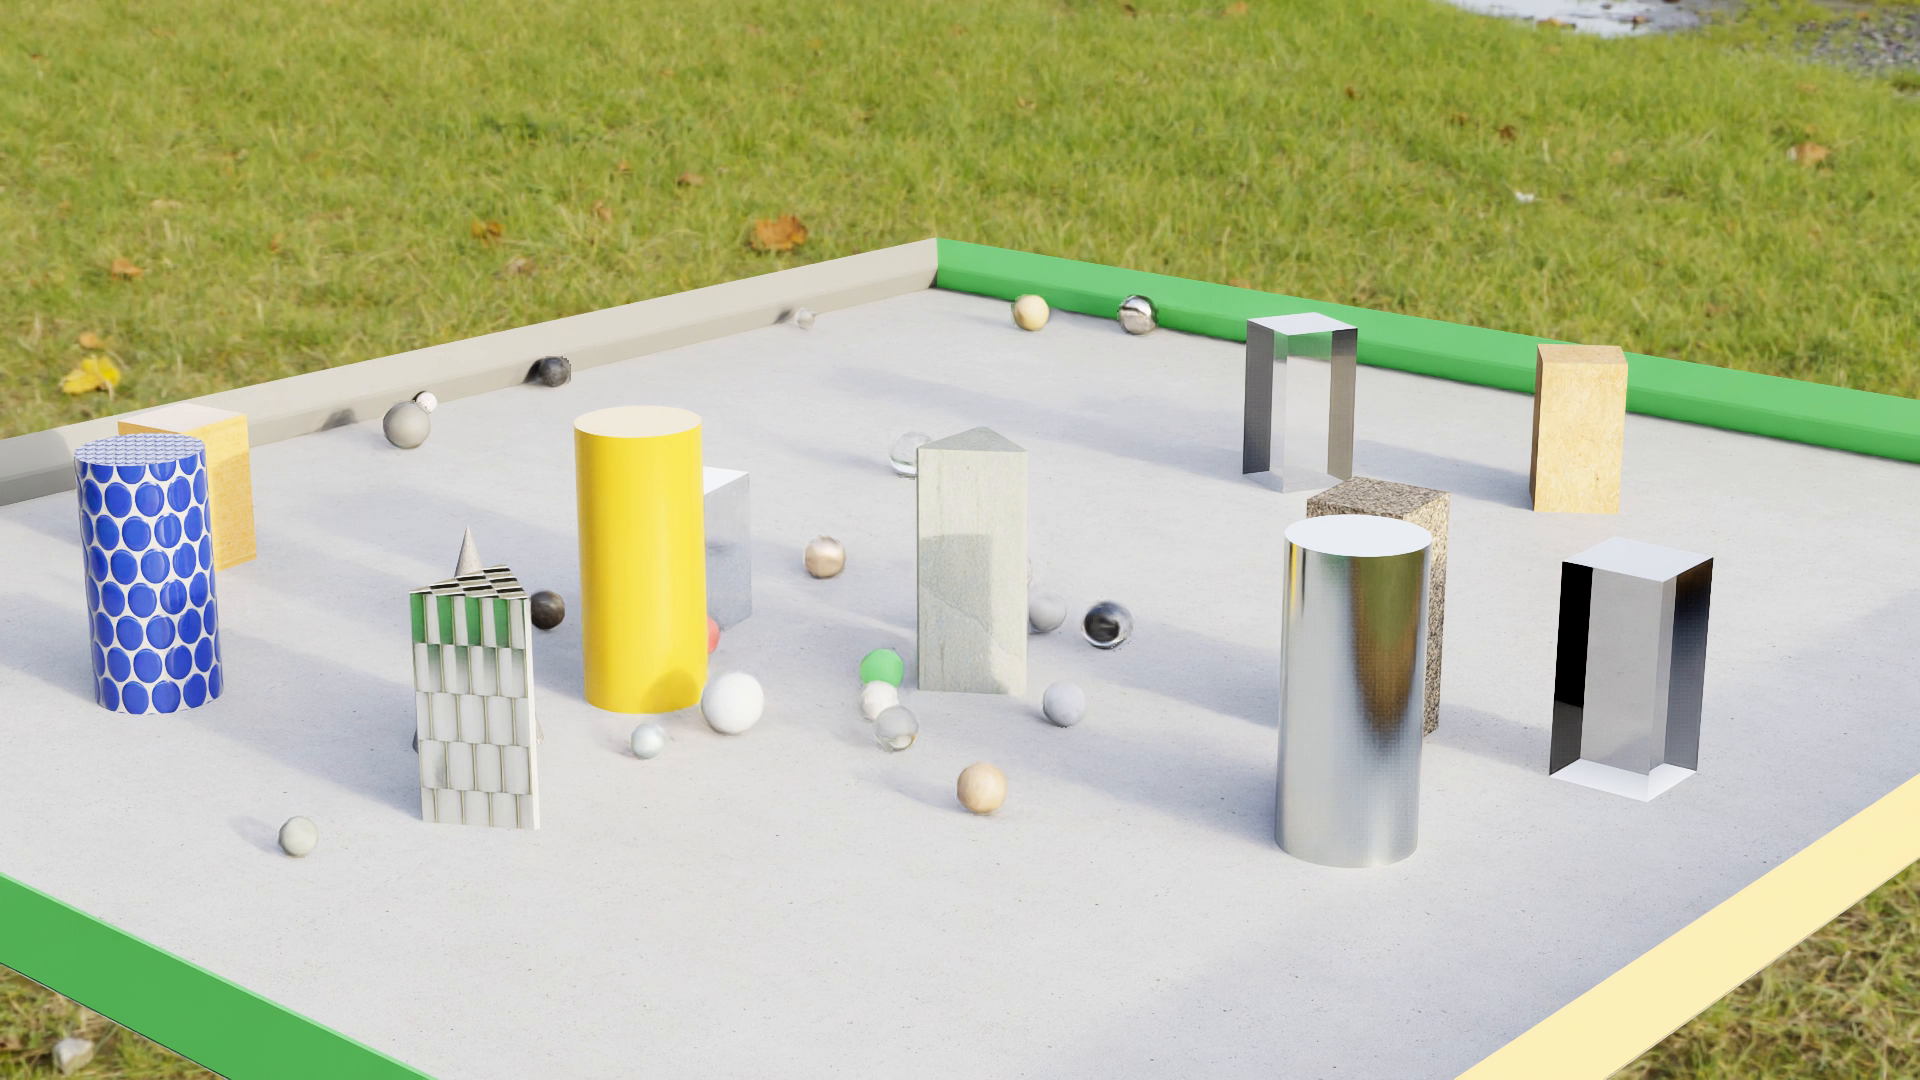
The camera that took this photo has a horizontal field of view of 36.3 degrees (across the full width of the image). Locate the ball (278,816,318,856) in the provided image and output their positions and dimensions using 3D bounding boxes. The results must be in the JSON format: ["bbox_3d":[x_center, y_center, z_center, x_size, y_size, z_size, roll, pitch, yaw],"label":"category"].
[{"bbox_3d":[-0.906,0.405,4.015,0.054,0.054,0.054,0,17,0],"label":"ball"}]

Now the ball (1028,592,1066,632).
[{"bbox_3d":[0.148,0.121,4.936,0.065,0.065,0.065,0,17,0],"label":"ball"}]

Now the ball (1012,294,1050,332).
[{"bbox_3d":[0.172,-0.553,7.132,0.089,0.089,0.089,0,17,0],"label":"ball"}]

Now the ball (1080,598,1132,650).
[{"bbox_3d":[0.242,0.139,4.842,0.085,0.085,0.085,0,17,0],"label":"ball"}]

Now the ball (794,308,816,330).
[{"bbox_3d":[-0.379,-0.540,7.153,0.052,0.052,0.052,0,17,0],"label":"ball"}]

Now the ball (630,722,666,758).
[{"bbox_3d":[-0.465,0.299,4.367,0.053,0.053,0.053,0,17,0],"label":"ball"}]

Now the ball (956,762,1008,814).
[{"bbox_3d":[0.031,0.351,4.159,0.073,0.073,0.073,0,17,0],"label":"ball"}]

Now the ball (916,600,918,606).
[{"bbox_3d":[-0.028,0.106,4.944,0.089,0.089,0.089,0,17,0],"label":"ball"}]

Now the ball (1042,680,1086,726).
[{"bbox_3d":[0.160,0.250,4.503,0.068,0.068,0.068,0,17,0],"label":"ball"}]

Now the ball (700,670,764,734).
[{"bbox_3d":[-0.347,0.246,4.467,0.097,0.097,0.097,0,17,0],"label":"ball"}]

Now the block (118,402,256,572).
[{"bbox_3d":[-1.390,-0.089,5.278,0.158,0.271,0.158,10,20,31],"label":"block"}]

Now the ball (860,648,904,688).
[{"bbox_3d":[-0.124,0.207,4.644,0.070,0.070,0.070,0,17,0],"label":"ball"}]

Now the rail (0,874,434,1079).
[{"bbox_3d":[-1.255,0.449,3.736,3.529,0.128,0.045,14,22,39],"label":"rail"}]

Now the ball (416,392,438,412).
[{"bbox_3d":[-1.158,-0.298,6.363,0.046,0.046,0.046,0,17,0],"label":"ball"}]

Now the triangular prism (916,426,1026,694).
[{"bbox_3d":[0.027,0.030,4.664,0.171,0.398,0.148,2,17,7],"label":"triangular prism"}]

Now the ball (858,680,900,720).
[{"bbox_3d":[-0.126,0.248,4.519,0.063,0.063,0.063,0,17,0],"label":"ball"}]

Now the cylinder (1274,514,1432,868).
[{"bbox_3d":[0.535,0.205,4.005,0.197,0.442,0.197,0,17,0],"label":"cylinder"}]

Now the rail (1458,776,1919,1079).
[{"bbox_3d":[1.314,0.361,4.027,0.045,0.128,3.876,14,22,39],"label":"rail"}]

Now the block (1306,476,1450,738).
[{"bbox_3d":[0.624,0.114,4.423,0.158,0.376,0.158,11,20,33],"label":"block"}]

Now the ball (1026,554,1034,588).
[{"bbox_3d":[0.080,0.054,5.107,0.095,0.095,0.095,0,17,0],"label":"ball"}]

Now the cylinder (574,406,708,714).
[{"bbox_3d":[-0.497,0.030,4.585,0.197,0.444,0.197,0,17,0],"label":"cylinder"}]

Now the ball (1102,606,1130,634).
[{"bbox_3d":[0.261,0.135,4.920,0.048,0.048,0.048,0,17,0],"label":"ball"}]

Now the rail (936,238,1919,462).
[{"bbox_3d":[1.255,-0.385,6.504,3.529,0.128,0.045,14,22,39],"label":"rail"}]

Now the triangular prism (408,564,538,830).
[{"bbox_3d":[-0.662,0.218,4.143,0.171,0.339,0.148,3,17,10],"label":"triangular prism"}]

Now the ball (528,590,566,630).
[{"bbox_3d":[-0.699,0.118,4.946,0.067,0.067,0.067,0,17,0],"label":"ball"}]

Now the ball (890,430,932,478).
[{"bbox_3d":[-0.094,-0.171,5.858,0.094,0.094,0.094,0,17,0],"label":"ball"}]

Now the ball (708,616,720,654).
[{"bbox_3d":[-0.428,0.157,4.811,0.070,0.070,0.070,0,17,0],"label":"ball"}]

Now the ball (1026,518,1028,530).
[{"bbox_3d":[0.103,-0.029,5.464,0.049,0.049,0.049,0,17,0],"label":"ball"}]

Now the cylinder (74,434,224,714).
[{"bbox_3d":[-1.268,0.051,4.588,0.197,0.400,0.197,0,17,0],"label":"cylinder"}]

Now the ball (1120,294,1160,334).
[{"bbox_3d":[0.434,-0.546,7.098,0.096,0.096,0.096,0,17,0],"label":"ball"}]

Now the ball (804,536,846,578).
[{"bbox_3d":[-0.240,0.030,5.223,0.075,0.075,0.075,0,17,0],"label":"ball"}]

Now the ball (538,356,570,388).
[{"bbox_3d":[-0.911,-0.377,6.581,0.070,0.070,0.070,0,17,0],"label":"ball"}]

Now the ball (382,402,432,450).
[{"bbox_3d":[-1.144,-0.237,6.068,0.099,0.099,0.099,0,17,0],"label":"ball"}]

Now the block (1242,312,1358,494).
[{"bbox_3d":[0.672,-0.273,5.807,0.158,0.318,0.158,-8,18,-24],"label":"block"}]

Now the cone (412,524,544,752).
[{"bbox_3d":[-0.730,0.139,4.393,0.197,0.344,0.197,0,17,0],"label":"cone"}]

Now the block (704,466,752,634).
[{"bbox_3d":[-0.461,0.018,4.951,0.158,0.254,0.158,8,18,24],"label":"block"}]

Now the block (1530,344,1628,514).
[{"bbox_3d":[1.191,-0.215,5.656,0.158,0.294,0.158,2,17,7],"label":"block"}]

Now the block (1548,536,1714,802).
[{"bbox_3d":[0.975,0.185,4.263,0.158,0.331,0.158,13,21,38],"label":"block"}]

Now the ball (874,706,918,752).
[{"bbox_3d":[-0.096,0.283,4.395,0.069,0.069,0.069,0,17,0],"label":"ball"}]

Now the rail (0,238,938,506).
[{"bbox_3d":[-1.314,-0.297,6.213,0.045,0.128,3.876,14,22,39],"label":"rail"}]
